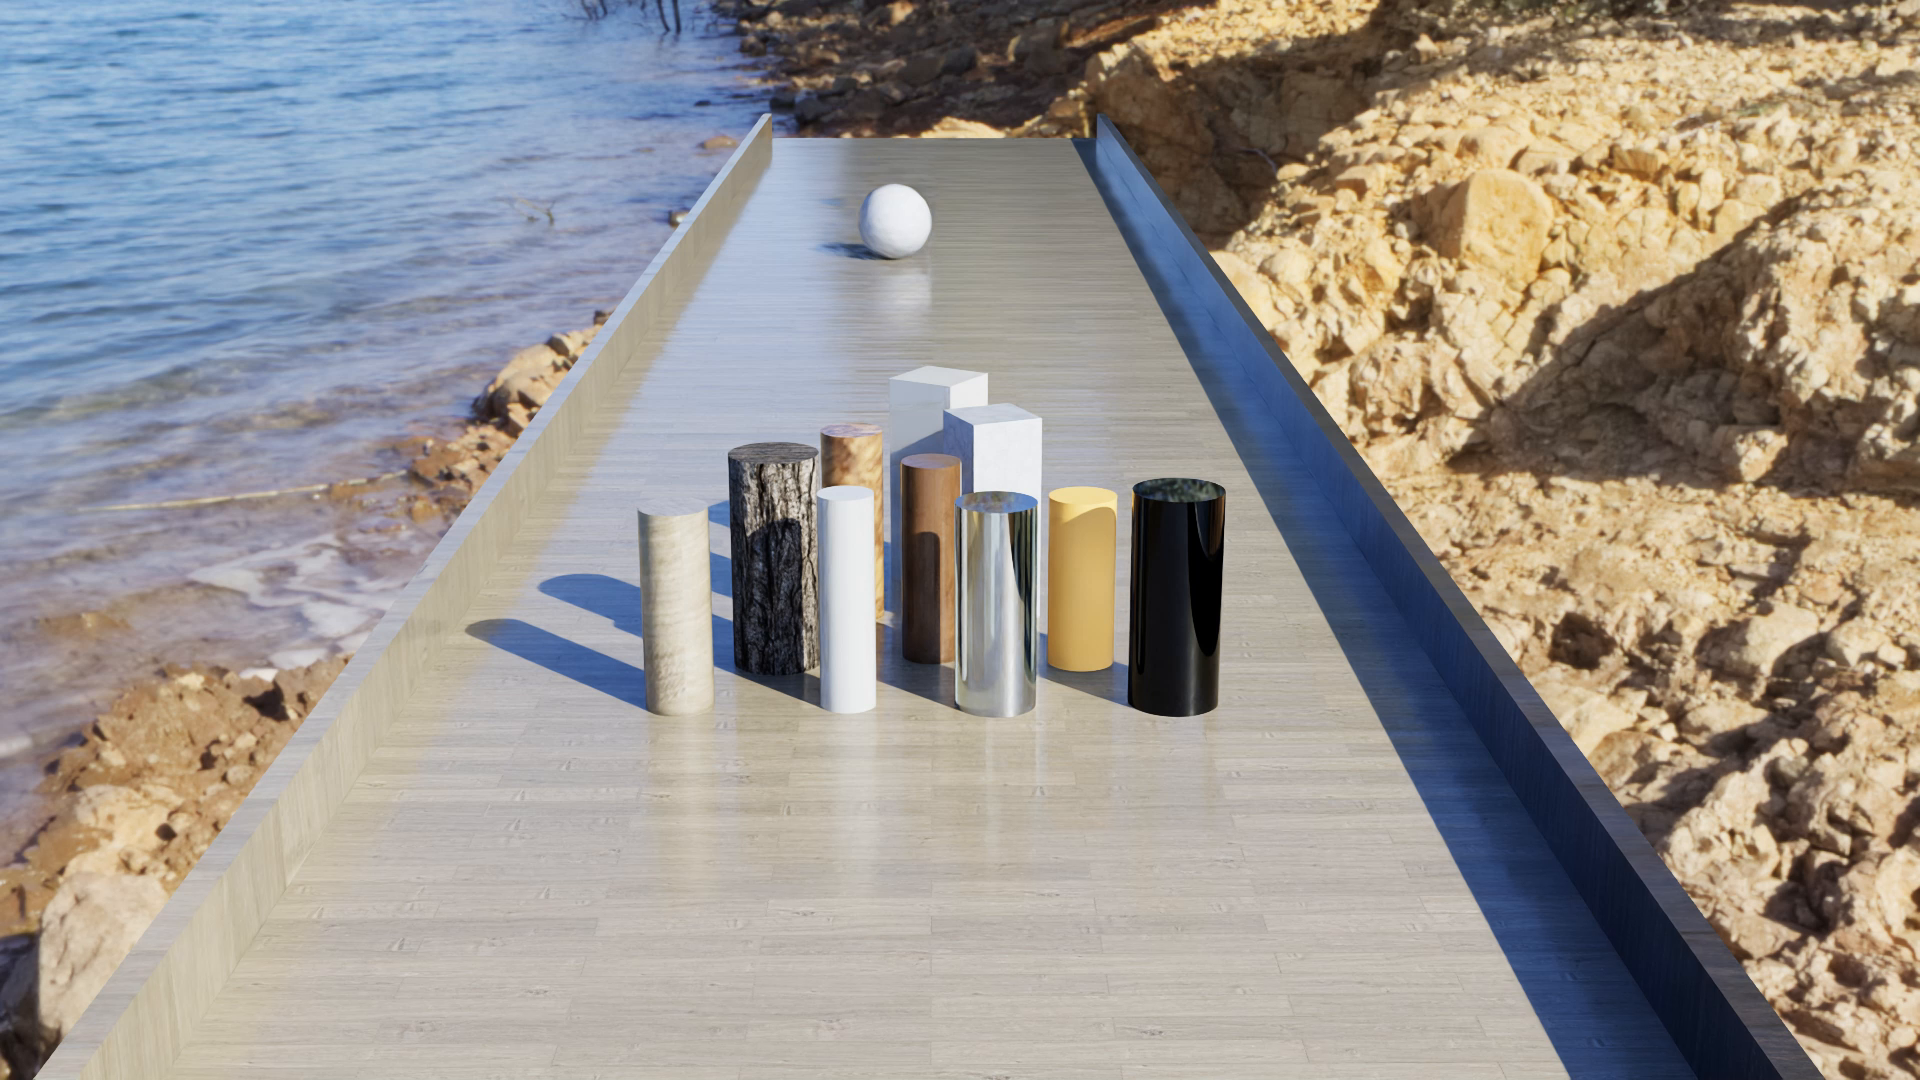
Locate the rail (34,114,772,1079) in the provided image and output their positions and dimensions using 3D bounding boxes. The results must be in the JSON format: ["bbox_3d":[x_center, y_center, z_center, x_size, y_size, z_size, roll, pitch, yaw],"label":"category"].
[{"bbox_3d":[-1.118,-0.838,7.780,0.050,0.150,12.000,0,17,-1],"label":"rail"}]

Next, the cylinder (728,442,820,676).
[{"bbox_3d":[-0.364,0.036,4.353,0.177,0.430,0.177,0,17,0],"label":"cylinder"}]

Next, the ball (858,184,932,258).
[{"bbox_3d":[-0.272,-1.327,9.149,0.307,0.307,0.307,0,17,0],"label":"ball"}]

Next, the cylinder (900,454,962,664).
[{"bbox_3d":[-0.057,0.038,4.391,0.119,0.404,0.119,0,17,0],"label":"cylinder"}]

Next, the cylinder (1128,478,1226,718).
[{"bbox_3d":[0.406,0.107,4.136,0.173,0.417,0.173,0,17,0],"label":"cylinder"}]

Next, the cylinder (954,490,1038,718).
[{"bbox_3d":[0.067,0.120,4.126,0.154,0.398,0.154,0,17,0],"label":"cylinder"}]

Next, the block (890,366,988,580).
[{"bbox_3d":[-0.047,-0.140,4.891,0.157,0.459,0.157,10,19,30],"label":"block"}]

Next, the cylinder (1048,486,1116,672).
[{"bbox_3d":[0.242,0.077,4.366,0.134,0.343,0.134,0,17,0],"label":"cylinder"}]

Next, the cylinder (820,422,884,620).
[{"bbox_3d":[-0.226,-0.036,4.638,0.130,0.404,0.130,0,17,0],"label":"cylinder"}]

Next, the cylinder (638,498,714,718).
[{"bbox_3d":[-0.531,0.126,4.119,0.131,0.391,0.131,0,17,0],"label":"cylinder"}]

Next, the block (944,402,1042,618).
[{"bbox_3d":[0.067,-0.056,4.653,0.155,0.434,0.155,-7,18,-23],"label":"block"}]

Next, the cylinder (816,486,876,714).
[{"bbox_3d":[-0.212,0.112,4.122,0.107,0.415,0.107,0,17,0],"label":"cylinder"}]

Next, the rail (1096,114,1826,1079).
[{"bbox_3d":[0.932,-0.844,7.801,0.050,0.150,12.000,0,17,-1],"label":"rail"}]
